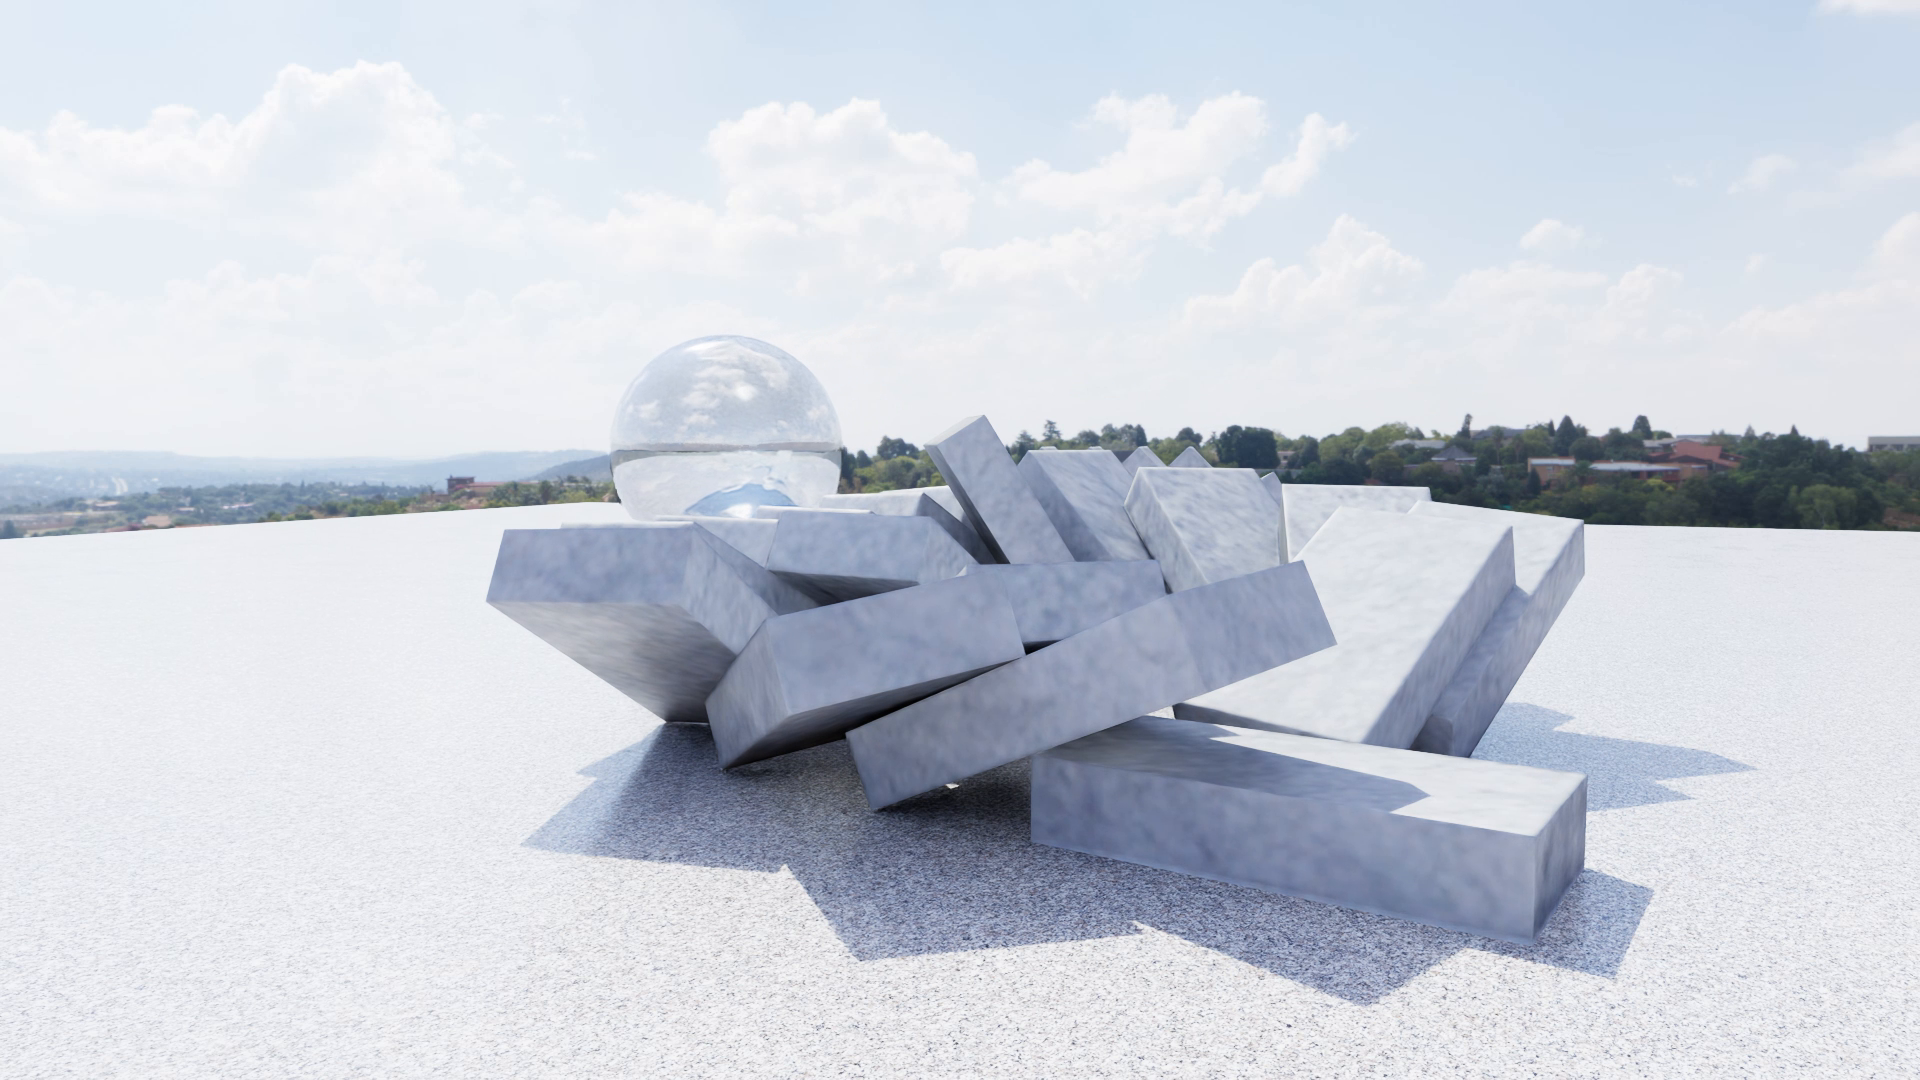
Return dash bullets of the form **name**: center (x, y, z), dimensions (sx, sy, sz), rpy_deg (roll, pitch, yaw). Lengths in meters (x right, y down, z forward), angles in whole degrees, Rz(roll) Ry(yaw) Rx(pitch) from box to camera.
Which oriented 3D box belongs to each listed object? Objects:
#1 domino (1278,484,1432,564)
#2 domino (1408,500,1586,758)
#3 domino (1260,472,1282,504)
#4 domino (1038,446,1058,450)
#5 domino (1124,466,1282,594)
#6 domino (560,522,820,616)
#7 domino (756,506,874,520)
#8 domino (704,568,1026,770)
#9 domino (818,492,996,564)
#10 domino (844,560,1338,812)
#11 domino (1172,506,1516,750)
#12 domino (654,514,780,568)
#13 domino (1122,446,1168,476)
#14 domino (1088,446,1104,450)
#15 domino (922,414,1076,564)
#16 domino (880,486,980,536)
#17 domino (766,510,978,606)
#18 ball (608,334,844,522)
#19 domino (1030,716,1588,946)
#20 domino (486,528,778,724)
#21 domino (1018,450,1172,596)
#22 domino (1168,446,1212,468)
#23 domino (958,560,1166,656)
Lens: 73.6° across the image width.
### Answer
- **domino**: center (0.066, 0.009, 0.209), dimensions (0.025, 0.009, 0.050), rpy_deg (2, 37, 9)
- **domino**: center (0.069, 0.012, 0.185), dimensions (0.025, 0.009, 0.050), rpy_deg (11, 38, 41)
- **domino**: center (0.069, -0.002, 0.366), dimensions (0.050, 0.009, 0.025), rpy_deg (-31, -4, 10)
- **domino**: center (0.011, -0.007, 0.379), dimensions (0.050, 0.009, 0.025), rpy_deg (-44, -6, 12)
- **domino**: center (0.051, 0.006, 0.228), dimensions (0.025, 0.009, 0.050), rpy_deg (0, 41, -21)
- **domino**: center (-0.036, 0.012, 0.197), dimensions (0.025, 0.009, 0.050), rpy_deg (0, -23, 30)
- **domino**: center (-0.013, 0.009, 0.234), dimensions (0.025, 0.009, 0.050), rpy_deg (3, -23, 35)
- **domino**: center (-0.013, 0.016, 0.150), dimensions (0.025, 0.009, 0.050), rpy_deg (-12, -12, -21)
- **domino**: center (-0.003, 0.007, 0.250), dimensions (0.025, 0.010, 0.050), rpy_deg (0, -26, 39)
- **domino**: center (0.013, 0.017, 0.142), dimensions (0.025, 0.009, 0.050), rpy_deg (-10, -14, -46)
- **domino**: center (0.052, 0.013, 0.171), dimensions (0.025, 0.010, 0.050), rpy_deg (9, 37, 40)
- **domino**: center (-0.028, 0.011, 0.218), dimensions (0.025, 0.010, 0.050), rpy_deg (3, -22, 31)
- **domino**: center (0.039, -0.006, 0.375), dimensions (0.050, 0.009, 0.025), rpy_deg (-44, -6, 13)
- **domino**: center (0.025, -0.007, 0.378), dimensions (0.050, 0.010, 0.025), rpy_deg (-44, -6, 12)
- **domino**: center (0.012, 0.002, 0.228), dimensions (0.009, 0.050, 0.025), rpy_deg (-33, 7, -4)
- **domino**: center (0.007, 0.005, 0.264), dimensions (0.025, 0.010, 0.050), rpy_deg (-3, -28, 43)
- **domino**: center (-0.006, 0.010, 0.203), dimensions (0.025, 0.010, 0.050), rpy_deg (3, -22, 27)
- **ball**: center (-0.081, -0.031, 0.445), dimensions (0.080, 0.080, 0.080), rpy_deg (0, 4, 0)
- **domino**: center (0.035, 0.028, 0.133), dimensions (0.050, 0.010, 0.025), rpy_deg (3, 5, 35)
- **domino**: center (-0.038, 0.013, 0.173), dimensions (0.025, 0.010, 0.050), rpy_deg (0, -24, 14)
- **domino**: center (0.032, 0.004, 0.241), dimensions (0.025, 0.010, 0.050), rpy_deg (-4, 50, -45)
- **domino**: center (0.052, -0.006, 0.372), dimensions (0.050, 0.009, 0.025), rpy_deg (-44, -6, 12)
- **domino**: center (0.006, 0.015, 0.176), dimensions (0.025, 0.009, 0.050), rpy_deg (-1, -19, -17)
